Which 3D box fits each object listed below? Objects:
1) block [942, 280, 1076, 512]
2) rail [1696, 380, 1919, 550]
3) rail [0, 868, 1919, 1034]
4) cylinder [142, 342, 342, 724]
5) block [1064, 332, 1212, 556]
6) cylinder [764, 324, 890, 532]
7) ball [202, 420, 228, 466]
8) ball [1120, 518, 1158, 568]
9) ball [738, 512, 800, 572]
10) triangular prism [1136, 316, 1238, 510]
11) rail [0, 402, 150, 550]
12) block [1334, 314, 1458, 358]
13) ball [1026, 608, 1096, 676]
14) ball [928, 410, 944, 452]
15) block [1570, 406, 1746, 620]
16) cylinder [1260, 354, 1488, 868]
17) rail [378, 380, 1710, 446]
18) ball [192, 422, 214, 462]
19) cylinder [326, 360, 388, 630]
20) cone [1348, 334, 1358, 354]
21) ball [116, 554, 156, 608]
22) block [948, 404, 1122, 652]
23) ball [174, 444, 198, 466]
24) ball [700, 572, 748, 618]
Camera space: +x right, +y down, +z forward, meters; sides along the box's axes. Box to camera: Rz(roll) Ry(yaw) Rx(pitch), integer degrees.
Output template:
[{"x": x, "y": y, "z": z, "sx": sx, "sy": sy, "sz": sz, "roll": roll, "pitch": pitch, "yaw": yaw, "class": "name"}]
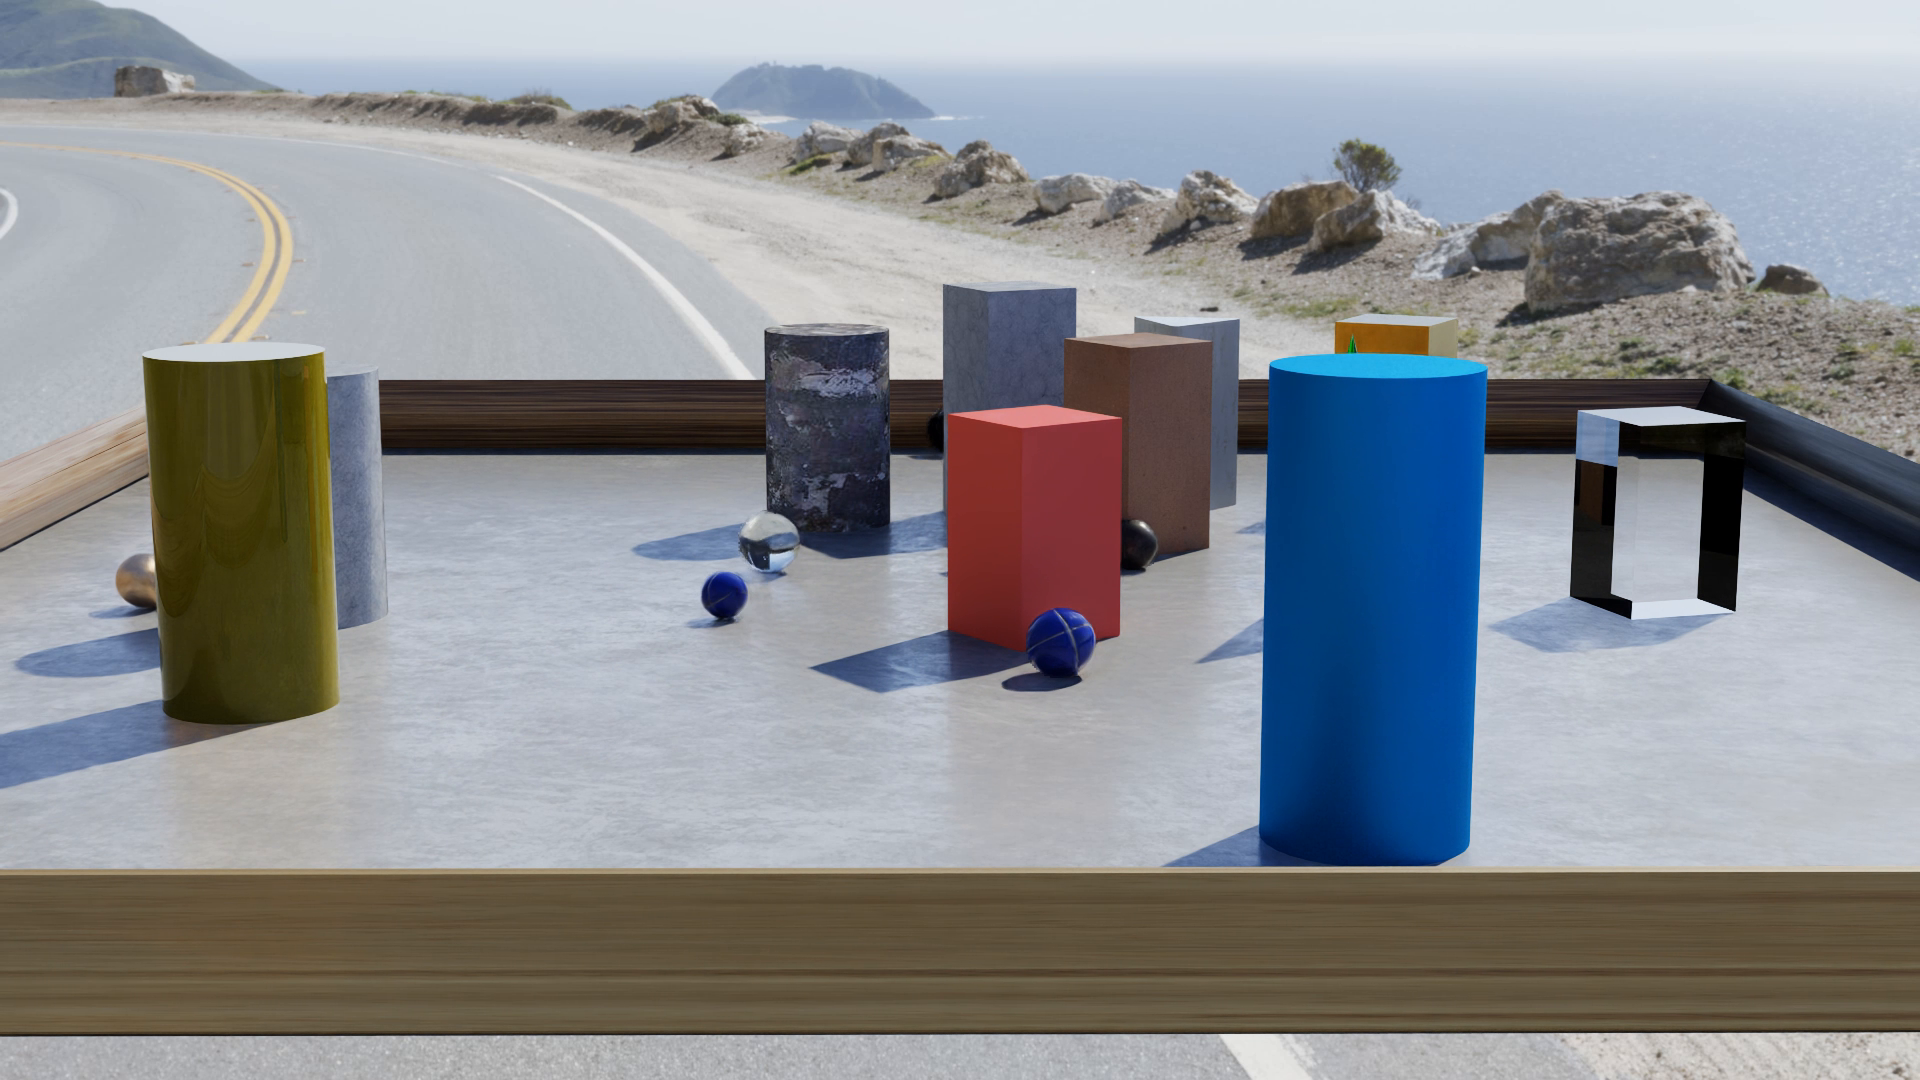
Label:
[{"x": 0.080, "y": -0.227, "z": 4.187, "sx": 0.160, "sy": 0.375, "sz": 0.160, "roll": -5, "pitch": 12, "yaw": -27, "class": "block"}, {"x": 1.436, "y": 0.032, "z": 3.457, "sx": 0.045, "sy": 0.130, "sz": 3.065, "roll": 0, "pitch": 10, "yaw": 0, "class": "rail"}, {"x": 0.009, "y": 0.308, "z": 1.965, "sx": 2.920, "sy": 0.130, "sz": 0.045, "roll": 0, "pitch": 10, "yaw": 0, "class": "rail"}, {"x": -0.819, "y": -0.012, "z": 2.934, "sx": 0.200, "sy": 0.408, "sz": 0.200, "roll": 0, "pitch": 10, "yaw": 0, "class": "cylinder"}, {"x": 0.270, "y": -0.147, "z": 3.915, "sx": 0.160, "sy": 0.317, "sz": 0.160, "roll": -7, "pitch": 13, "yaw": -34, "class": "block"}, {"x": -0.213, "y": -0.183, "z": 4.125, "sx": 0.200, "sy": 0.312, "sz": 0.200, "roll": 0, "pitch": 10, "yaw": 0, "class": "cylinder"}, {"x": -1.350, "y": -0.178, "z": 4.718, "sx": 0.086, "sy": 0.086, "sz": 0.086, "roll": 0, "pitch": 10, "yaw": 0, "class": "ball"}, {"x": 0.253, "y": 0.005, "z": 3.761, "sx": 0.074, "sy": 0.074, "sz": 0.074, "roll": 0, "pitch": 10, "yaw": 0, "class": "ball"}, {"x": -0.277, "y": 0.004, "z": 3.730, "sx": 0.088, "sy": 0.088, "sz": 0.088, "roll": 0, "pitch": 10, "yaw": 0, "class": "ball"}, {"x": 0.350, "y": -0.212, "z": 4.275, "sx": 0.150, "sy": 0.313, "sz": 0.173, "roll": 9, "pitch": 14, "yaw": 41, "class": "triangular prism"}, {"x": -1.436, "y": 0.035, "z": 3.441, "sx": 0.045, "sy": 0.130, "sz": 3.065, "roll": 0, "pitch": 10, "yaw": 0, "class": "rail"}, {"x": 0.727, "y": -0.213, "z": 4.289, "sx": 0.160, "sy": 0.311, "sz": 0.160, "roll": 5, "pitch": 12, "yaw": 27, "class": "block"}, {"x": 0.122, "y": 0.123, "z": 3.096, "sx": 0.083, "sy": 0.083, "sz": 0.083, "roll": 0, "pitch": 10, "yaw": 0, "class": "ball"}, {"x": -0.017, "y": -0.207, "z": 4.876, "sx": 0.086, "sy": 0.086, "sz": 0.086, "roll": 0, "pitch": 10, "yaw": 0, "class": "ball"}, {"x": 0.948, "y": -0.040, "z": 3.493, "sx": 0.160, "sy": 0.260, "sz": 0.160, "roll": -3, "pitch": 11, "yaw": -17, "class": "block"}, {"x": 0.387, "y": 0.061, "z": 2.416, "sx": 0.200, "sy": 0.453, "sz": 0.200, "roll": 0, "pitch": 10, "yaw": 0, "class": "cylinder"}, {"x": -0.009, "y": -0.241, "z": 4.932, "sx": 2.920, "sy": 0.130, "sz": 0.045, "roll": 0, "pitch": 10, "yaw": 0, "class": "rail"}, {"x": -1.396, "y": -0.183, "z": 4.784, "sx": 0.073, "sy": 0.073, "sz": 0.073, "roll": 0, "pitch": 10, "yaw": 0, "class": "ball"}, {"x": -0.869, "y": -0.062, "z": 3.412, "sx": 0.200, "sy": 0.332, "sz": 0.200, "roll": 0, "pitch": 10, "yaw": 0, "class": "cylinder"}, {"x": 0.517, "y": -0.085, "z": 3.411, "sx": 0.200, "sy": 0.379, "sz": 0.200, "roll": 0, "pitch": 10, "yaw": 0, "class": "cone"}, {"x": -1.109, "y": 0.055, "z": 3.489, "sx": 0.074, "sy": 0.074, "sz": 0.074, "roll": 0, "pitch": 10, "yaw": 0, "class": "ball"}, {"x": 0.095, "y": -0.019, "z": 3.313, "sx": 0.160, "sy": 0.284, "sz": 0.160, "roll": -7, "pitch": 13, "yaw": -35, "class": "block"}, {"x": -1.426, "y": -0.156, "z": 4.724, "sx": 0.041, "sy": 0.041, "sz": 0.041, "roll": 0, "pitch": 10, "yaw": 0, "class": "ball"}, {"x": -0.314, "y": 0.074, "z": 3.421, "sx": 0.063, "sy": 0.063, "sz": 0.063, "roll": 0, "pitch": 10, "yaw": 0, "class": "ball"}]
